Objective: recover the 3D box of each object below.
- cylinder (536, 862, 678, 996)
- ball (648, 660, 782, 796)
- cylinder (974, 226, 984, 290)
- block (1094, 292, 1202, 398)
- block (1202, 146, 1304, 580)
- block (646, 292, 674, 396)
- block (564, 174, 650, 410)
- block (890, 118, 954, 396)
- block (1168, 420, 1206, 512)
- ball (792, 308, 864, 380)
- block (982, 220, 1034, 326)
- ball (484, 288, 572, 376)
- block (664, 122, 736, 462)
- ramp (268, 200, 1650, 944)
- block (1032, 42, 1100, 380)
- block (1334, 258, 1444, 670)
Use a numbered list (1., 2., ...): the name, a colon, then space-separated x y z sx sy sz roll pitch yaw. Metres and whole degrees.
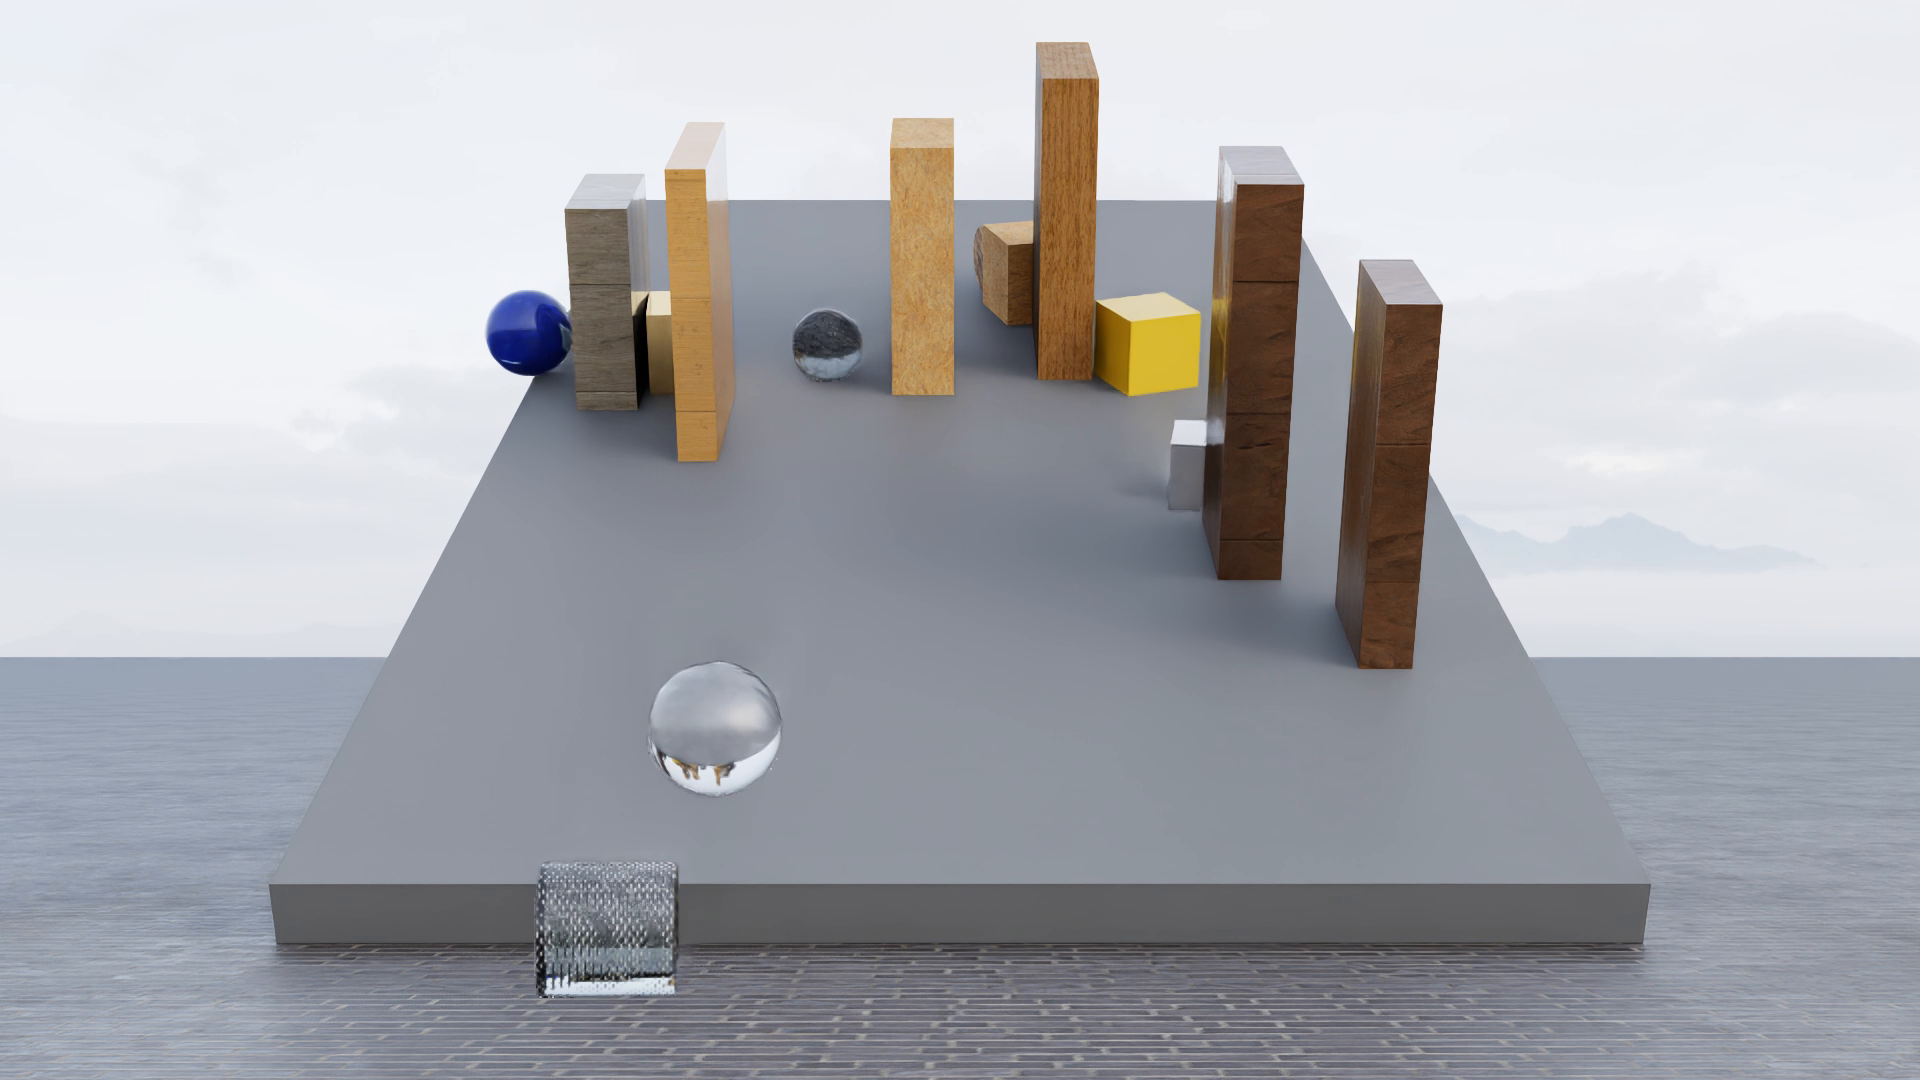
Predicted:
1. cylinder: -0.436 0.483 2.864 0.164 0.164 0.164 0 -3 -5
2. ball: -0.378 0.290 3.561 0.207 0.207 0.207 0 -3 0
3. cylinder: 0.147 -0.748 6.101 0.177 0.177 0.177 -7 -1 -16
4. block: 0.438 -0.460 5.404 0.181 0.181 0.181 -9 24 -21
5. block: 0.547 -0.333 4.346 0.119 0.761 0.300 0 23 0
6. block: -0.630 -0.464 5.395 0.192 0.192 0.192 -2 23 -5
7. block: -0.801 -0.574 5.299 0.137 0.468 0.328 0 23 0
8. block: -0.086 -0.663 5.372 0.143 0.579 0.311 0 23 0
9. block: 0.505 -0.149 4.704 0.146 0.146 0.146 3 23 8
10. ball: -0.312 -0.460 5.418 0.168 0.168 0.168 0 -3 0
11. block: 0.190 -0.690 5.920 0.210 0.210 0.210 -7 23 -16
12. ball: -1.016 -0.489 5.435 0.206 0.206 0.206 0 -3 0
13. block: -0.562 -0.547 5.018 0.084 0.635 0.444 0 23 0
14. ramp: -0.007 -0.224 5.200 2.000 0.100 4.000 0 23 0
15. block: 0.248 -0.793 5.515 0.127 0.711 0.447 0 23 0
16. block: 0.738 -0.132 3.996 0.092 0.657 0.271 0 23 0
